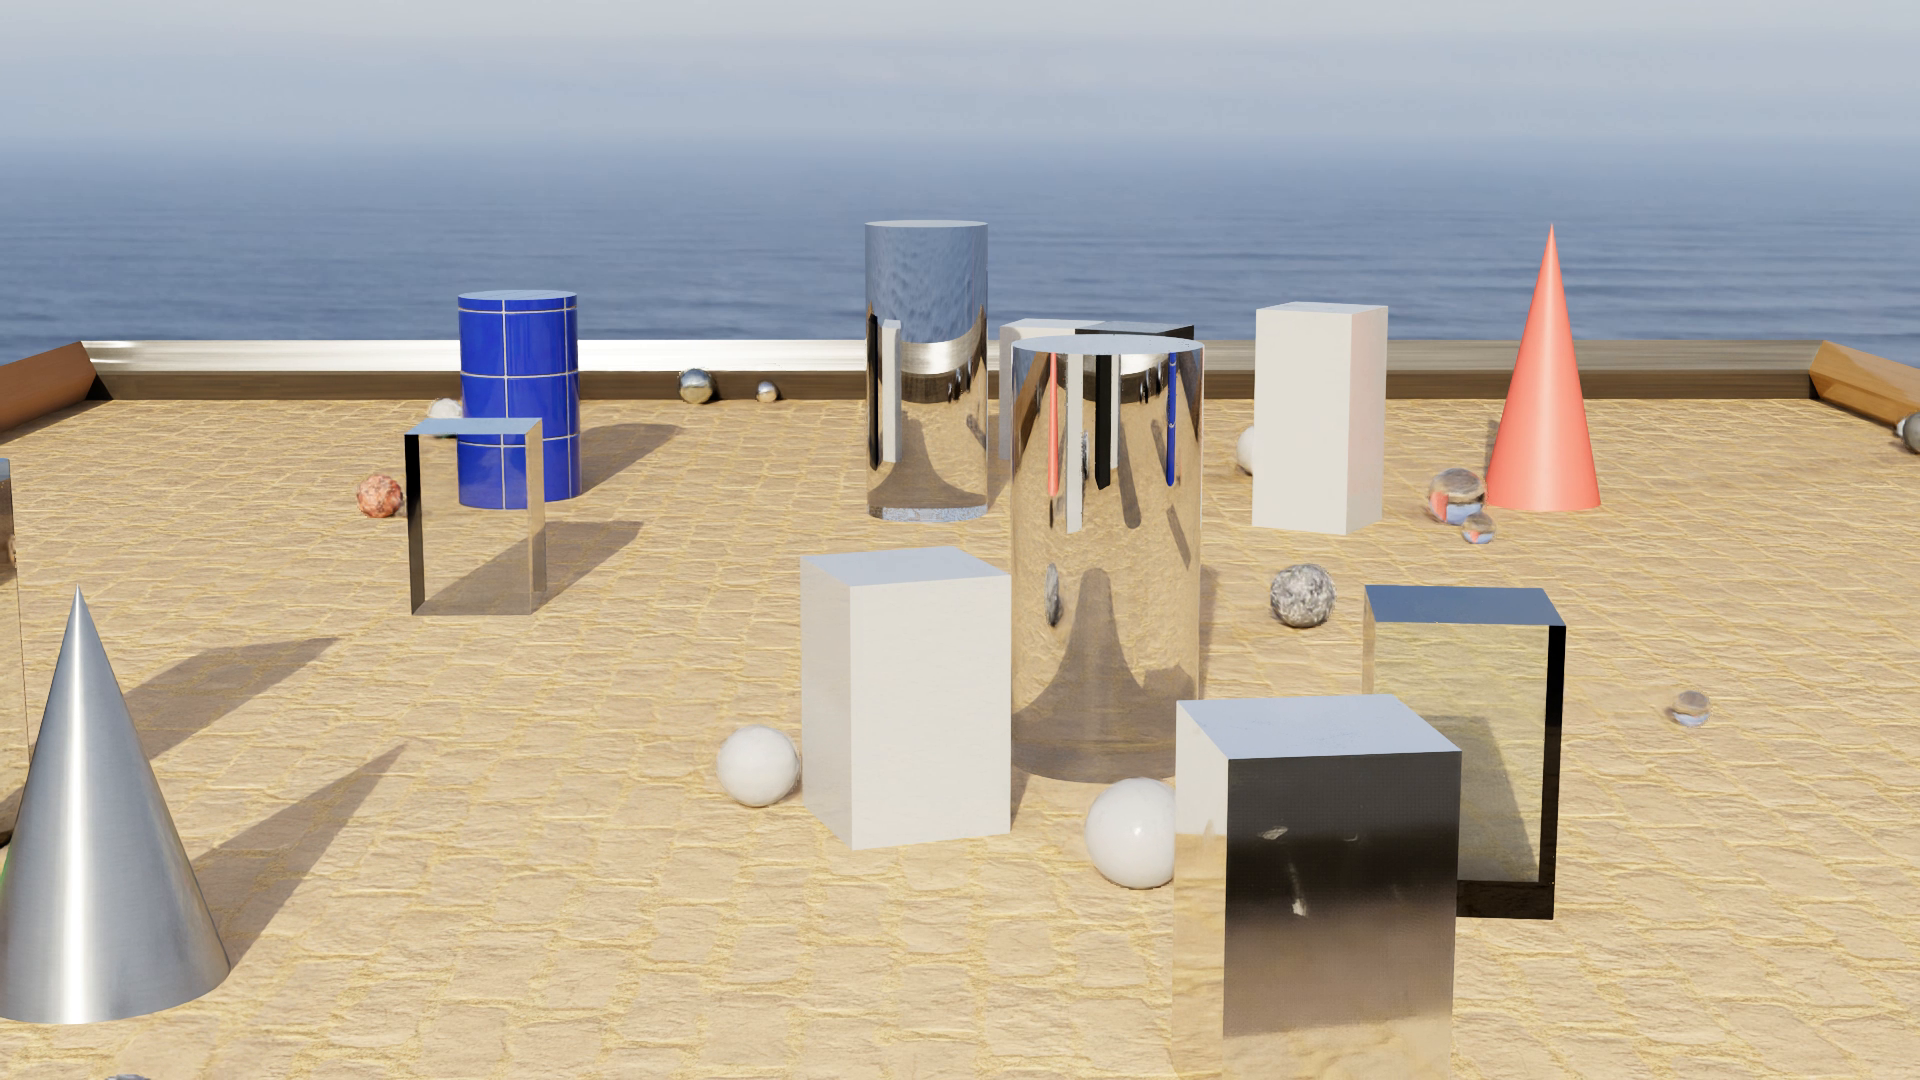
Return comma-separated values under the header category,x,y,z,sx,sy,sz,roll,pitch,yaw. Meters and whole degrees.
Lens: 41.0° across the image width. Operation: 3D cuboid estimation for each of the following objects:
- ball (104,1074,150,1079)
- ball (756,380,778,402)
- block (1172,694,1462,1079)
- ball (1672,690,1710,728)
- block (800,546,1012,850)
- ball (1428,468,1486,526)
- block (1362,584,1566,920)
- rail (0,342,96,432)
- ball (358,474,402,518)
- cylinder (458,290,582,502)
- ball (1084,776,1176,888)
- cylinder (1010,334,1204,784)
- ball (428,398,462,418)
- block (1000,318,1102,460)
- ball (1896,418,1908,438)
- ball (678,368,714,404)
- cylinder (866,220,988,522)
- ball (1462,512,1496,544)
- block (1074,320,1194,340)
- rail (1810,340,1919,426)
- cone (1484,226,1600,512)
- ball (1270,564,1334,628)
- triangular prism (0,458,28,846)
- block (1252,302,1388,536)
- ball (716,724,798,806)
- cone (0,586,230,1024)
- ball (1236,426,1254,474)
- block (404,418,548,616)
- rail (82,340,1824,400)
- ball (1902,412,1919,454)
category,x,y,z,sx,sy,sz,roll,pitch,yaw
ball,-0.557,0.389,1.710,0.065,0.065,0.065,0,10,0
ball,-0.423,-0.324,5.610,0.049,0.049,0.049,0,10,0
block,0.245,0.264,1.804,0.160,0.276,0.160,-1,11,-7
ball,0.815,0.188,2.860,0.041,0.041,0.041,0,10,0
block,-0.054,0.149,2.490,0.160,0.253,0.160,-4,11,-20
ball,0.796,-0.069,4.109,0.093,0.093,0.093,0,10,0
block,0.441,0.185,2.278,0.160,0.260,0.160,1,11,5
rail,-1.897,0.035,3.438,0.045,0.130,4.500,0,10,0
ball,-0.945,-0.071,4.179,0.071,0.071,0.071,0,10,0
cylinder,-0.750,-0.247,4.382,0.199,0.343,0.199,0,10,0
ball,0.161,0.262,2.299,0.100,0.100,0.100,0,10,0
cylinder,0.153,0.015,2.694,0.199,0.442,0.199,0,10,0
ball,-1.026,-0.247,5.130,0.071,0.071,0.071,0,10,0
block,0.174,-0.283,4.836,0.160,0.249,0.160,4,11,19
ball,1.867,-0.218,5.057,0.042,0.042,0.042,0,10,0
ball,-0.575,-0.335,5.586,0.079,0.079,0.079,0,10,0
cylinder,-0.054,-0.279,4.198,0.199,0.474,0.199,0,10,0
ball,0.799,-0.018,3.948,0.050,0.050,0.050,0,10,0
block,0.312,-0.249,4.601,0.160,0.268,0.160,6,12,29
rail,1.897,0.031,3.459,0.045,0.130,4.500,0,10,0
cone,0.983,-0.297,4.304,0.199,0.470,0.199,0,10,0
ball,0.448,0.073,3.364,0.084,0.084,0.084,0,10,0
triangular prism,-0.944,0.111,2.403,0.173,0.360,0.150,7,12,32
block,0.576,-0.198,4.108,0.160,0.348,0.160,6,12,29
ball,-0.202,0.225,2.553,0.082,0.082,0.082,0,10,0
cone,-0.693,0.194,2.044,0.199,0.326,0.199,0,10,0
ball,0.541,-0.160,4.603,0.092,0.092,0.092,0,10,0
block,-0.658,-0.034,3.499,0.160,0.246,0.160,0,10,-1
rail,-0.013,-0.371,5.638,3.842,0.130,0.045,0,10,0
ball,1.829,-0.203,4.858,0.085,0.085,0.085,0,10,0
